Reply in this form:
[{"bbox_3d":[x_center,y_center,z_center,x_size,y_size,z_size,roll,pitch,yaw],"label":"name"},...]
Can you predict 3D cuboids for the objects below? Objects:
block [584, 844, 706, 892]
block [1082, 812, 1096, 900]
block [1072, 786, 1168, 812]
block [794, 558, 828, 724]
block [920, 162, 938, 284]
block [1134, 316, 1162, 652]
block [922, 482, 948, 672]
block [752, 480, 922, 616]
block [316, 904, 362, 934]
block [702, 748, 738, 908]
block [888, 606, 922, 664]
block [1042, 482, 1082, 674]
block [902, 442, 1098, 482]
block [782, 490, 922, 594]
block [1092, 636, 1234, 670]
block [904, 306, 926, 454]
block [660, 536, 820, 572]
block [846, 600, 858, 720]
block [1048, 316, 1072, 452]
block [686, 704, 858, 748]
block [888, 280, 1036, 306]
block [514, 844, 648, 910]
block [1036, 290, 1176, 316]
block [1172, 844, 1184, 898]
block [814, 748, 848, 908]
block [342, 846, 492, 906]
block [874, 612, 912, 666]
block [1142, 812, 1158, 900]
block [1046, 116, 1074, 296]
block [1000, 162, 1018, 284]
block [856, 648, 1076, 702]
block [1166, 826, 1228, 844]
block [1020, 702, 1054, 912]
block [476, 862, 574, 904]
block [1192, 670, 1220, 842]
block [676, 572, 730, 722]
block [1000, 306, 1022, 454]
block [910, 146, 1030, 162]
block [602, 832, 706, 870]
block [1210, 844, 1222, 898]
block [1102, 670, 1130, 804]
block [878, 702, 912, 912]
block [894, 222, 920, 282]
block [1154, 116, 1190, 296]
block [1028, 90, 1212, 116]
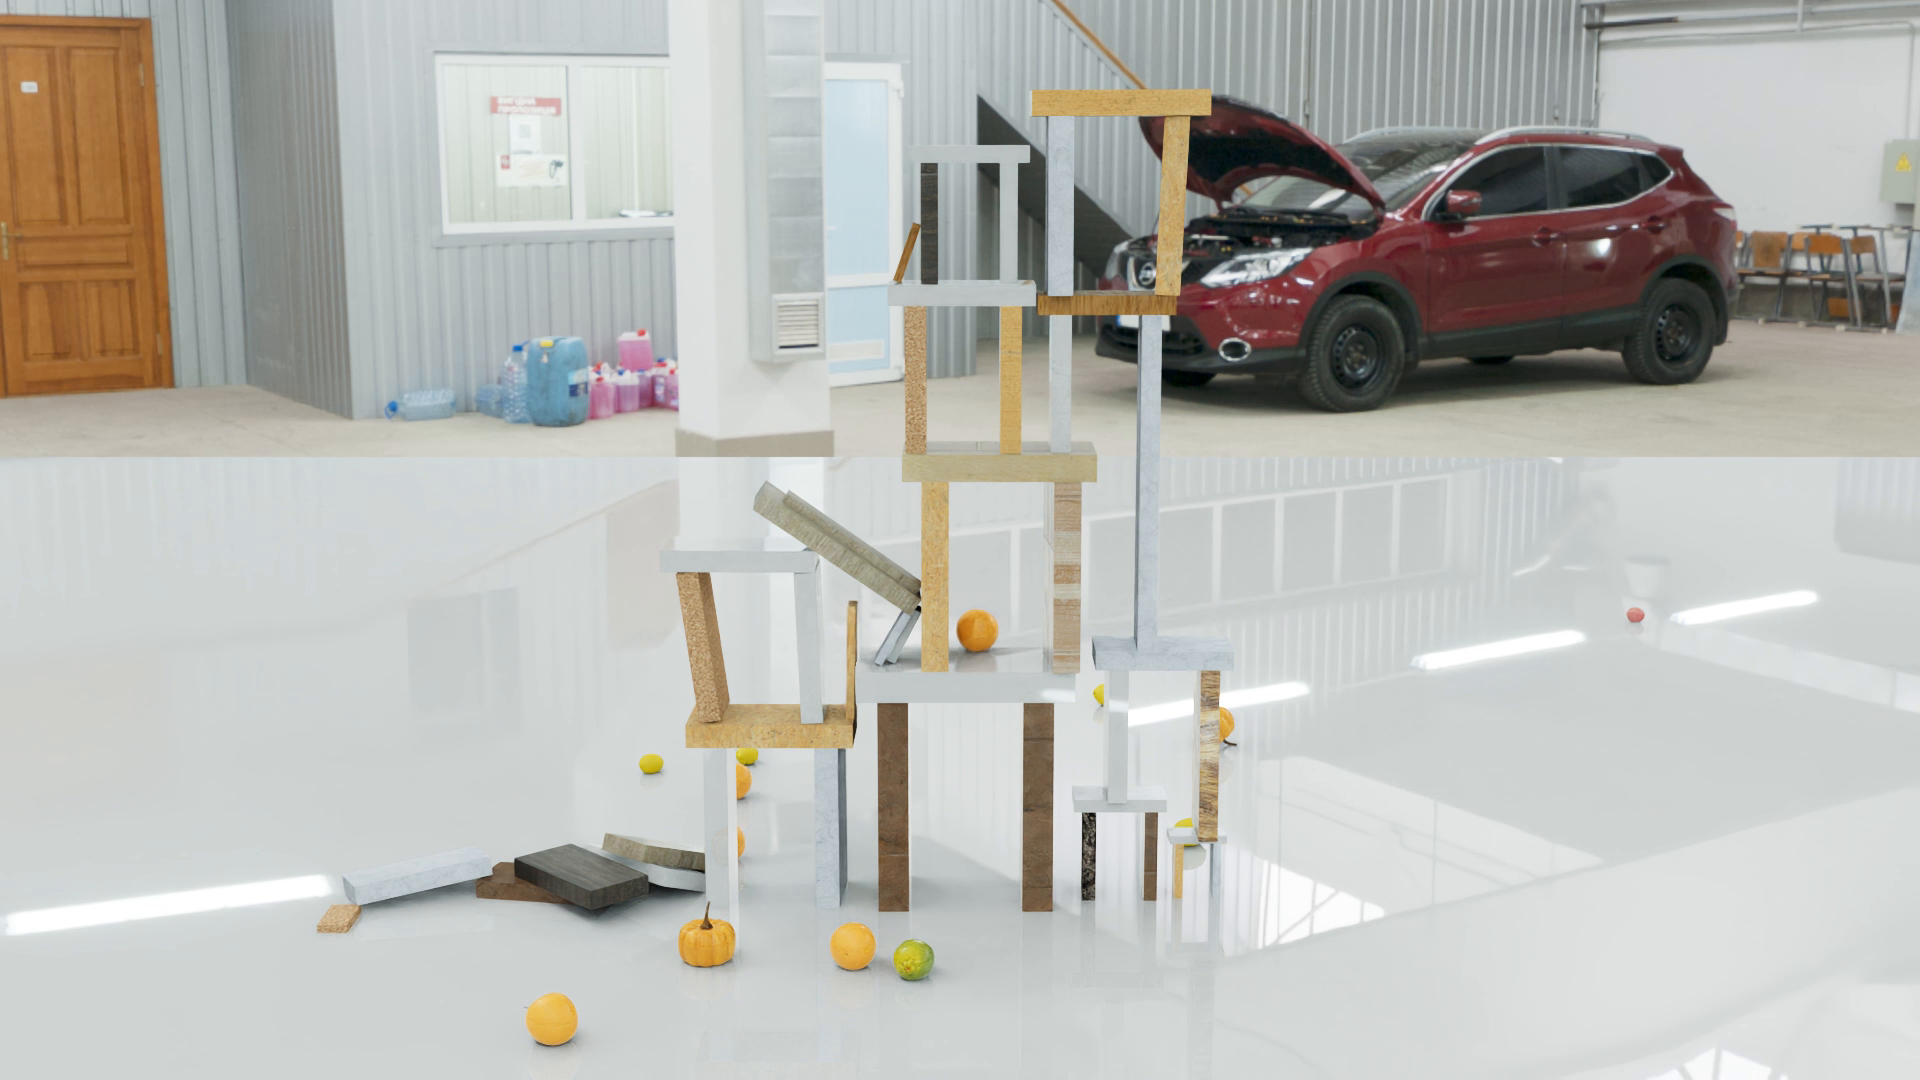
[{"bbox_3d":[-0.530,0.551,3.703,0.204,0.029,0.102,9,-7,40],"label":"block"},{"bbox_3d":[0.214,0.514,3.659,0.022,0.152,0.076,0,11,1],"label":"block"},{"bbox_3d":[0.263,0.429,3.642,0.152,0.022,0.076,0,11,0],"label":"block"},{"bbox_3d":[-0.244,0.164,3.593,0.035,0.248,0.124,-2,11,1],"label":"block"},{"bbox_3d":[-0.048,-0.500,3.468,0.027,0.187,0.094,0,11,0],"label":"block"},{"bbox_3d":[0.302,-0.095,3.537,0.031,0.541,0.108,0,11,1],"label":"block"},{"bbox_3d":[-0.041,0.046,3.563,0.043,0.307,0.153,0,11,-1],"label":"block"},{"bbox_3d":[-0.198,0.012,3.563,0.305,0.032,0.112,34,9,-10],"label":"block"},{"bbox_3d":[-0.997,0.608,3.533,0.047,0.013,0.094,0,11,-1],"label":"block"},{"bbox_3d":[-0.396,0.457,3.646,0.038,0.270,0.135,0,11,0],"label":"block"},{"bbox_3d":[-0.091,0.152,3.584,0.014,0.095,0.048,27,9,-6],"label":"block"},{"bbox_3d":[0.164,0.048,3.553,0.043,0.307,0.153,-1,11,-4],"label":"block"},{"bbox_3d":[0.062,-0.126,3.531,0.307,0.043,0.153,0,11,0],"label":"block"},{"bbox_3d":[-0.174,0.003,3.559,0.263,0.013,0.047,35,8,-7],"label":"block"},{"bbox_3d":[0.330,0.185,3.596,0.222,0.031,0.111,0,11,0],"label":"block"},{"bbox_3d":[-0.070,-0.261,3.506,0.033,0.231,0.116,0,11,0],"label":"block"},{"bbox_3d":[-0.356,0.023,3.569,0.247,0.035,0.124,0,11,0],"label":"block"},{"bbox_3d":[-0.177,0.195,3.590,0.014,0.188,0.048,2,11,1],"label":"block"},{"bbox_3d":[0.160,-0.255,3.509,0.031,0.217,0.108,0,11,0],"label":"block"},{"bbox_3d":[-0.308,0.305,3.617,0.270,0.038,0.135,0,11,1],"label":"block"},{"bbox_3d":[0.003,-0.391,3.482,0.231,0.033,0.116,0,11,0],"label":"block"},{"bbox_3d":[-0.625,0.553,3.622,0.112,0.032,0.224,-10,14,-43],"label":"block"},{"bbox_3d":[0.230,-0.376,3.486,0.217,0.031,0.108,0,11,0],"label":"block"},{"bbox_3d":[0.362,0.543,3.662,0.013,0.095,0.047,0,11,0],"label":"block"},{"bbox_3d":[-0.213,0.457,3.644,0.038,0.270,0.135,0,11,3],"label":"block"},{"bbox_3d":[-0.904,0.558,3.664,0.224,0.032,0.112,-10,6,-25],"label":"block"},{"bbox_3d":[-0.109,0.155,3.570,0.014,0.095,0.048,30,9,-6],"label":"block"},{"bbox_3d":[0.315,0.515,3.658,0.022,0.152,0.076,0,11,1],"label":"block"},{"bbox_3d":[0.156,-0.527,3.460,0.039,0.274,0.137,0,11,0],"label":"block"},{"bbox_3d":[0.077,-0.500,3.468,0.027,0.187,0.094,0,11,0],"label":"block"},{"bbox_3d":[0.009,0.220,3.602,0.351,0.050,0.175,0,11,0],"label":"block"},{"bbox_3d":[0.393,0.491,3.650,0.094,0.013,0.047,0,11,-2],"label":"block"},{"bbox_3d":[0.126,0.417,3.638,0.050,0.351,0.176,0,11,0],"label":"block"},{"bbox_3d":[-0.692,0.574,3.676,0.204,0.029,0.102,2,11,11],"label":"block"},{"bbox_3d":[0.405,0.342,3.625,0.031,0.288,0.111,0,11,0],"label":"block"},{"bbox_3d":[-0.420,0.162,3.600,0.035,0.248,0.124,-7,10,3],"label":"block"},{"bbox_3d":[0.080,-0.261,3.506,0.033,0.231,0.116,0,11,0],"label":"block"},{"bbox_3d":[0.015,-0.605,3.448,0.187,0.027,0.094,0,11,0],"label":"block"},{"bbox_3d":[-0.495,0.530,3.725,0.102,0.029,0.204,9,-6,40],"label":"block"},{"bbox_3d":[0.425,0.543,3.662,0.013,0.095,0.047,0,11,0],"label":"block"},{"bbox_3d":[0.256,0.309,3.620,0.031,0.222,0.111,0,11,-1],"label":"block"},{"bbox_3d":[-0.108,0.417,3.638,0.050,0.351,0.176,0,11,0],"label":"block"},{"bbox_3d":[-0.084,-0.455,3.478,0.013,0.095,0.047,19,10,-4],"label":"block"},{"bbox_3d":[0.335,-0.528,3.467,0.039,0.275,0.137,3,11,5],"label":"block"},{"bbox_3d":[0.247,-0.681,3.431,0.274,0.039,0.137,0,10,0],"label":"block"}]
